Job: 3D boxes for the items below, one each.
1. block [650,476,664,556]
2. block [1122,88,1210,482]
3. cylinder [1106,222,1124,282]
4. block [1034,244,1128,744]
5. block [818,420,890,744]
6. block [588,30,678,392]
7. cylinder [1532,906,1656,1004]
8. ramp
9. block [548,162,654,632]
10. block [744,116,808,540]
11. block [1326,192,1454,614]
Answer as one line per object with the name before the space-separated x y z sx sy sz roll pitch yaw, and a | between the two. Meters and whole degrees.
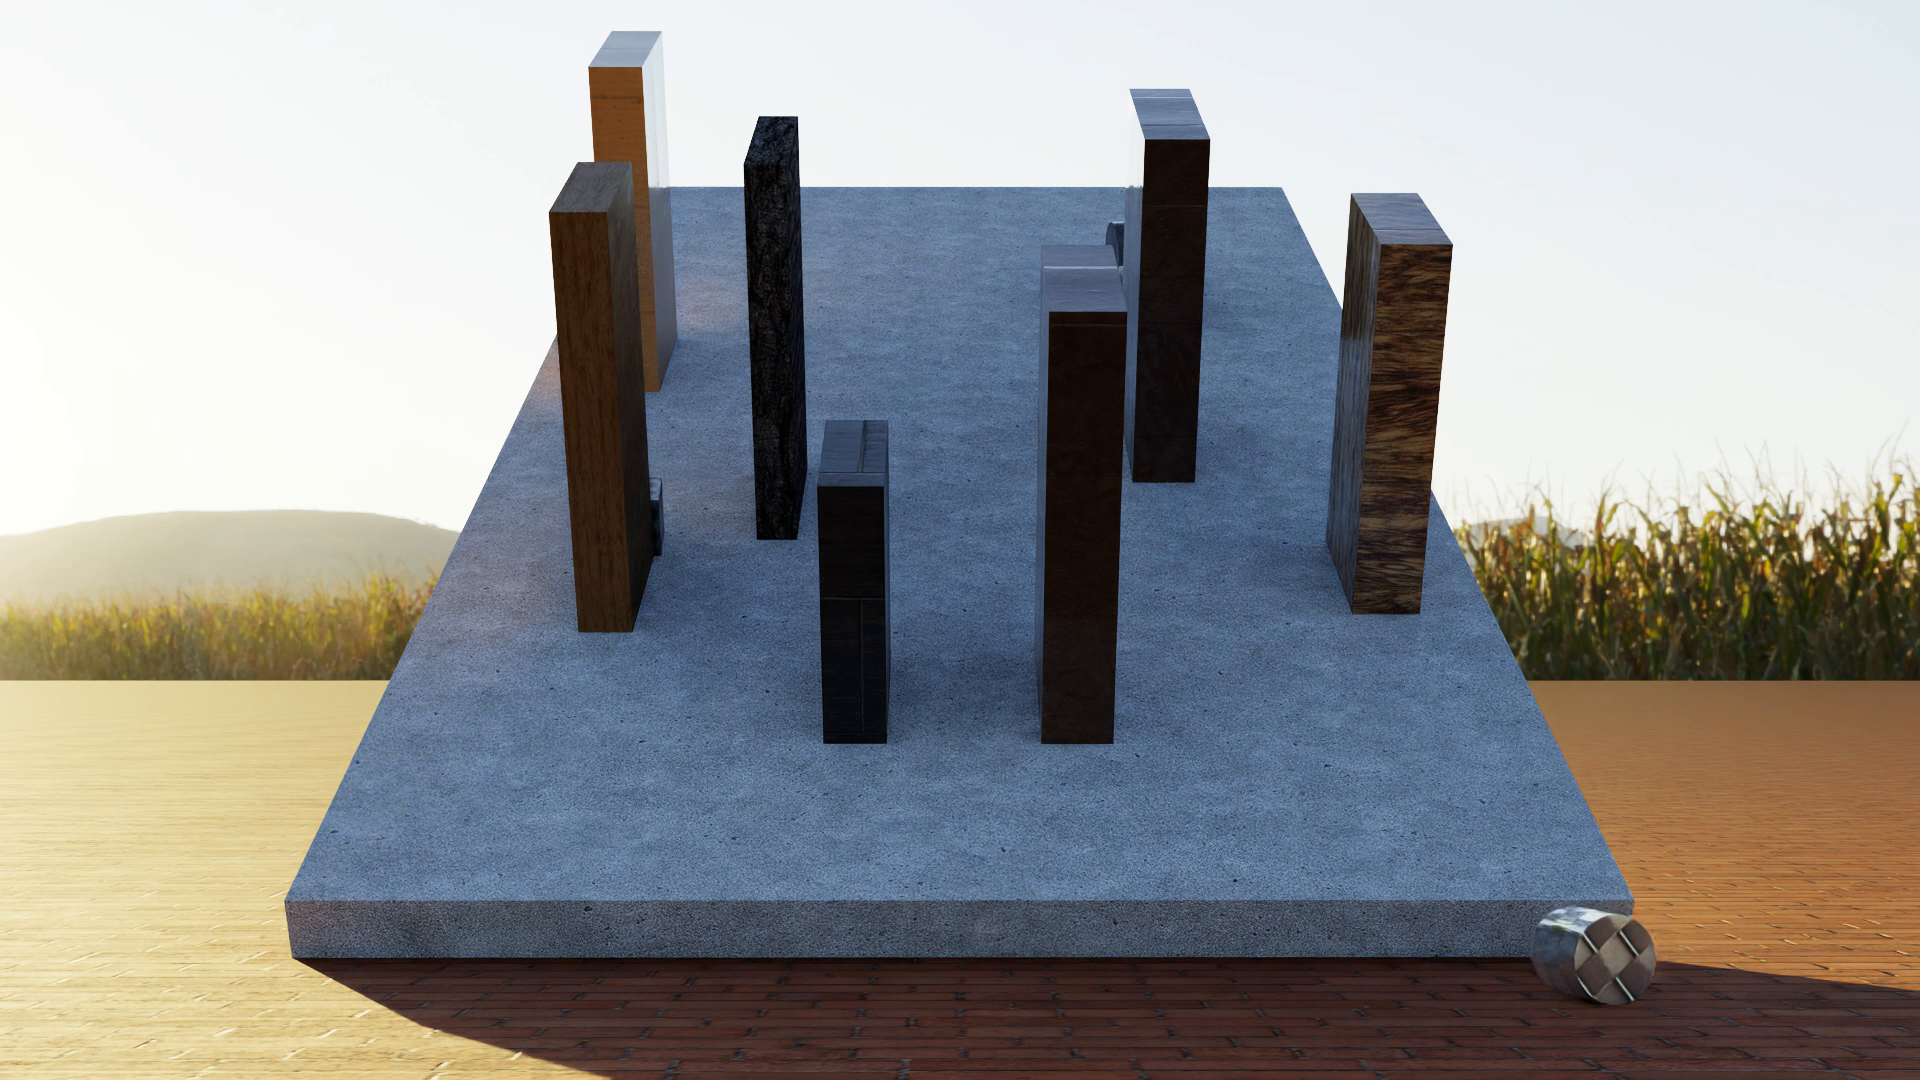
block | -0.651 -0.046 4.603 0.119 0.119 0.119 -1 24 -3
block | 0.432 -0.551 4.984 0.132 0.740 0.449 0 24 0
cylinder | 0.487 -0.759 6.161 0.172 0.172 0.172 -3 -3 -8
block | 0.196 -0.077 3.889 0.120 0.756 0.357 0 24 0
block | -0.175 0.068 3.919 0.106 0.465 0.295 0 24 0
block | -0.762 -0.774 5.456 0.120 0.762 0.391 0 24 0
cylinder | 0.828 0.542 3.038 0.115 0.115 0.115 1 -3 -14
ramp | -0.008 -0.228 5.290 2.000 0.100 4.000 0 24 0
block | -0.650 -0.261 4.255 0.099 0.793 0.337 0 24 0
block | -0.367 -0.428 4.670 0.080 0.766 0.384 0 24 0
block | 0.796 -0.256 4.348 0.126 0.715 0.337 0 24 0
